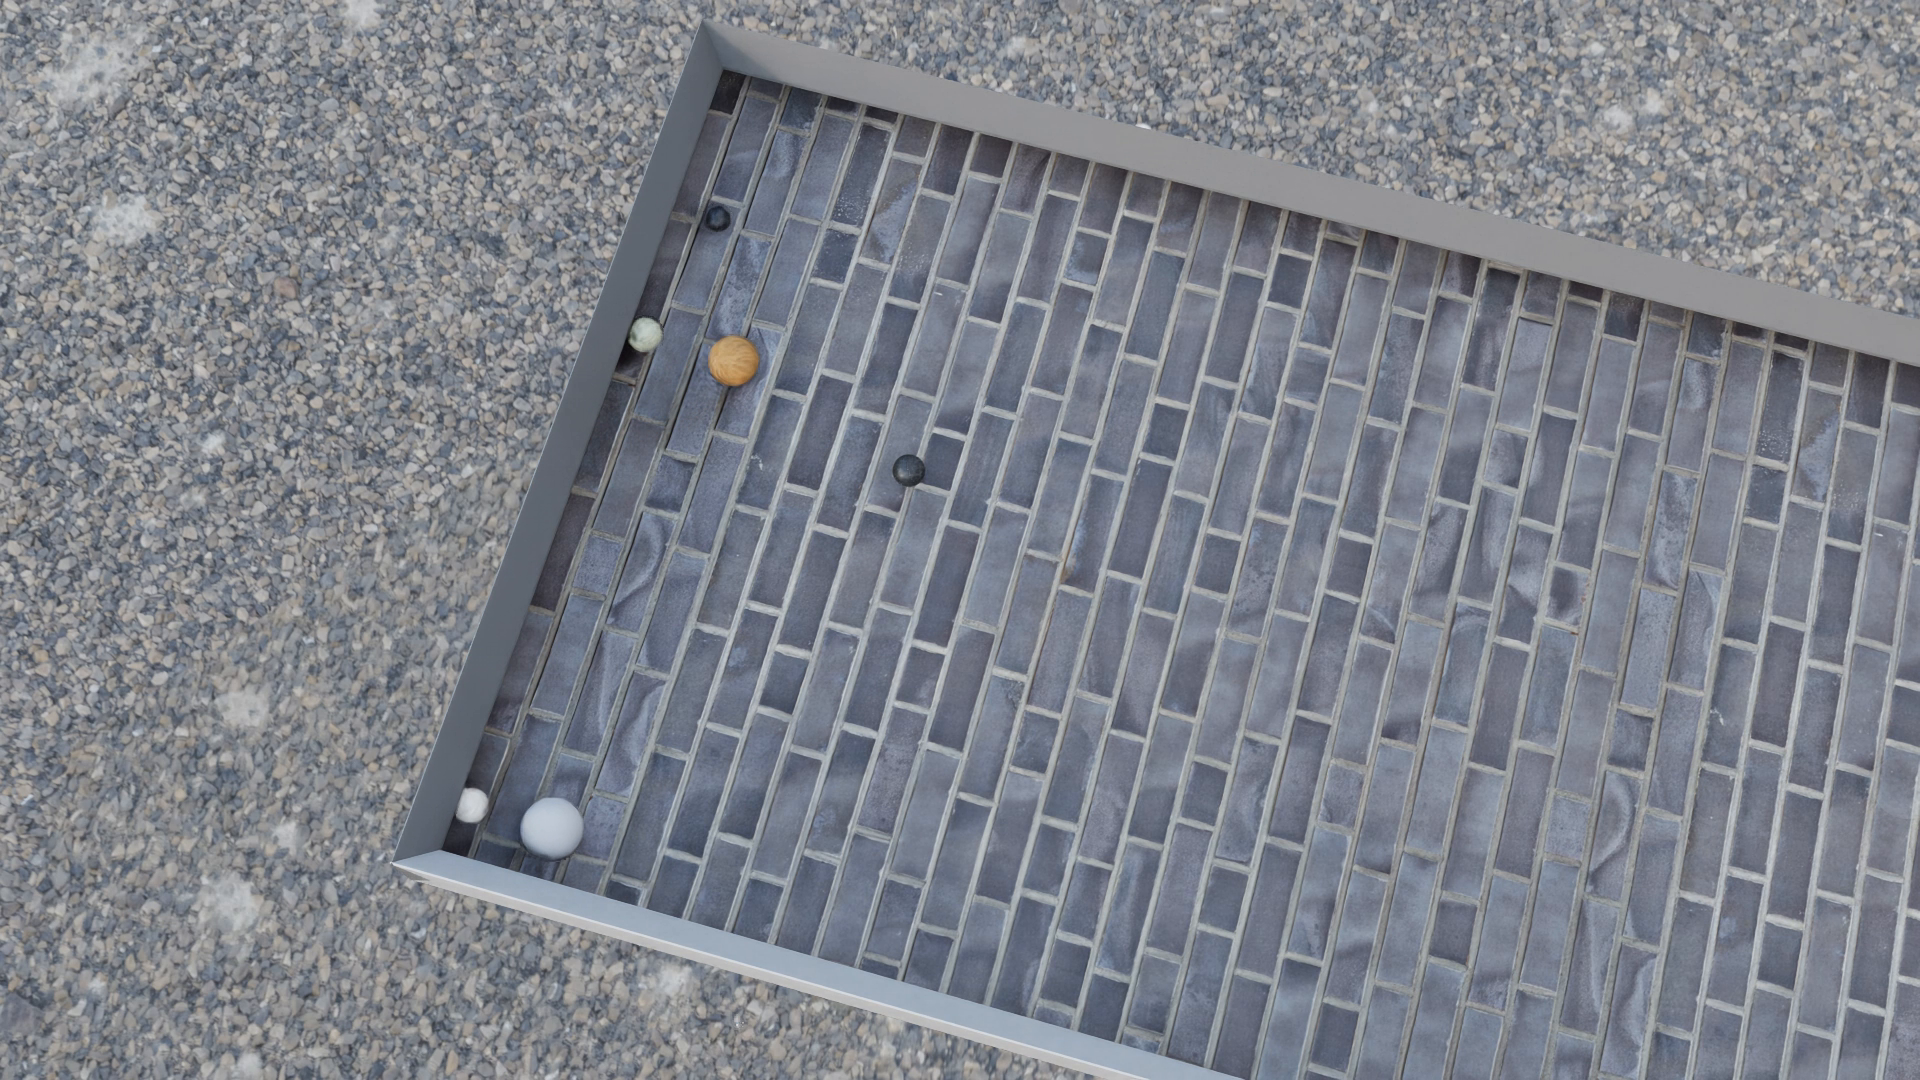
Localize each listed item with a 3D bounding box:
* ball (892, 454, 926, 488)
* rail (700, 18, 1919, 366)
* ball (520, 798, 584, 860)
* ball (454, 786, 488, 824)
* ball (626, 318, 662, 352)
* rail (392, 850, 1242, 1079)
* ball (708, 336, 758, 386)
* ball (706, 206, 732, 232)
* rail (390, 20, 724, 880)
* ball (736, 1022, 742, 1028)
[{"bbox_3d":[-0.080,-0.109,3.467,0.052,0.052,0.052,0,71,0],"label":"ball"},{"bbox_3d":[0.814,-0.486,3.556,2.589,0.126,0.045,15,72,5],"label":"rail"},{"bbox_3d":[-0.605,0.428,3.261,0.092,0.092,0.092,0,71,0],"label":"ball"},{"bbox_3d":[-0.733,0.397,3.292,0.054,0.054,0.054,0,71,0],"label":"ball"},{"bbox_3d":[-0.508,-0.331,3.541,0.056,0.056,0.056,0,71,0],"label":"ball"},{"bbox_3d":[0.432,0.796,3.115,2.589,0.126,0.045,15,72,5],"label":"rail"},{"bbox_3d":[-0.363,-0.285,3.512,0.080,0.080,0.080,0,71,0],"label":"ball"},{"bbox_3d":[-0.397,-0.528,3.616,0.041,0.041,0.041,0,71,0],"label":"ball"},{"bbox_3d":[-0.600,-0.170,3.448,0.045,0.126,1.456,15,72,5],"label":"rail"},{"bbox_3d":[-3.426,7.502,34.032,0.097,0.097,0.097,0,71,0],"label":"ball"}]
